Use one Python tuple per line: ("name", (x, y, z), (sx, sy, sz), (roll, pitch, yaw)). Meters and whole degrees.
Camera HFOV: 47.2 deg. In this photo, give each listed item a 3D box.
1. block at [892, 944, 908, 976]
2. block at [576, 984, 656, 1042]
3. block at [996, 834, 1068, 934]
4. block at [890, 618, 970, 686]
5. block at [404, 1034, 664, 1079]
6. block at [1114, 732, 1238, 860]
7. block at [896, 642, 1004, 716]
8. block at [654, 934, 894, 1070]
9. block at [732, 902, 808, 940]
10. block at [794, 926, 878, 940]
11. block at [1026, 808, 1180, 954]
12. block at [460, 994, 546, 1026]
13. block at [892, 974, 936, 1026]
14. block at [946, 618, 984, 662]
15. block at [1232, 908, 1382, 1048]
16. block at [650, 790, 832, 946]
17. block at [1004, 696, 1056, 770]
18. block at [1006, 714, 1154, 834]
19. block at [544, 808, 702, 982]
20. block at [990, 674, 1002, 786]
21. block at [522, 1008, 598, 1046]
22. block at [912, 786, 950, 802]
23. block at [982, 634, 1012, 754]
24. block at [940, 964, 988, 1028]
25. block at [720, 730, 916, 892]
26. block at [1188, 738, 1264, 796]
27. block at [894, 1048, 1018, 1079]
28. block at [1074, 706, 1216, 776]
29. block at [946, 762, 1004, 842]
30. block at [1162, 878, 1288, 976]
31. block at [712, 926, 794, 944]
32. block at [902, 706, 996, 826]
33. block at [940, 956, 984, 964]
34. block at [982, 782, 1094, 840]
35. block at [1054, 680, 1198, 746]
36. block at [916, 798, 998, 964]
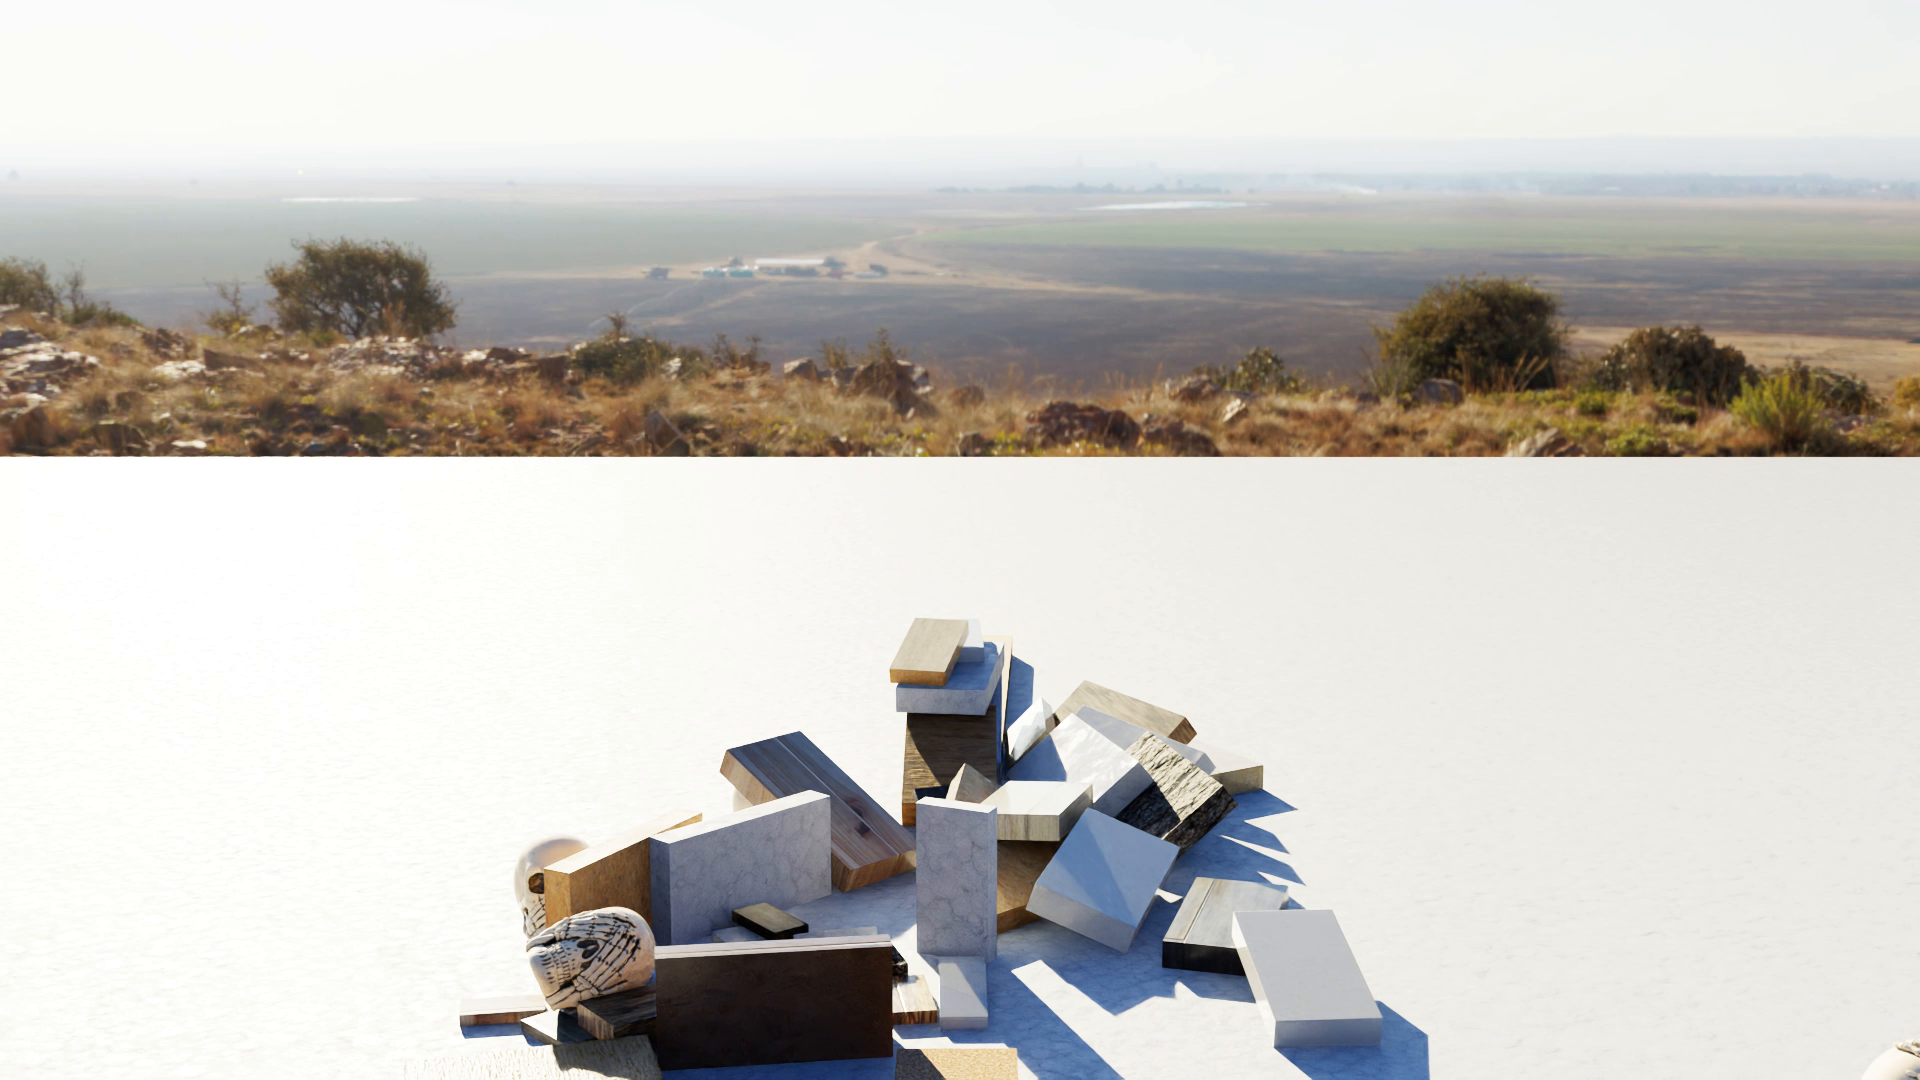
("block", (-0.210, 0.643, 3.292), (0.241, 0.034, 0.121), (-3, 11, -17))
("block", (-0.403, 0.658, 3.101), (0.241, 0.034, 0.121), (-7, 10, -33))
("block", (0.097, 0.557, 3.599), (0.305, 0.043, 0.153), (-10, 33, -43))
("block", (-0.060, 0.221, 4.378), (0.111, 0.031, 0.222), (2, 25, 12))
("block", (-0.556, 0.715, 2.869), (0.320, 0.045, 0.160), (-3, 11, -16))
("block", (0.350, 0.463, 3.938), (0.173, 0.049, 0.346), (-41, 19, -6))
("block", (-0.016, 0.274, 4.429), (0.175, 0.049, 0.349), (1, 13, 7))
("block", (-0.254, 0.632, 3.006), (0.320, 0.160, 0.045), (-2, 11, -8))
("block", (-0.299, 0.602, 3.460), (0.063, 0.018, 0.125), (-8, 13, -37))
("block", (-0.191, 0.610, 3.385), (0.063, 0.018, 0.125), (-15, -14, 35))
("block", (0.237, 0.547, 3.565), (0.170, 0.048, 0.340), (22, 19, 11))
("block", (-0.657, 0.676, 3.162), (0.120, 0.017, 0.060), (-2, 11, -10))
("block", (-0.077, 0.668, 3.197), (0.068, 0.019, 0.136), (-2, 11, -8))
("block", (-0.011, 0.207, 4.538), (0.111, 0.031, 0.222), (-1, 13, -2))
("block", (0.499, 0.632, 3.191), (0.151, 0.043, 0.302), (-1, 20, -4))
("block", (-0.349, 0.526, 3.546), (0.048, 0.170, 0.340), (10, 14, 43))
("block", (0.140, 0.396, 4.407), (0.031, 0.111, 0.222), (42, 9, -9))
("block", (0.218, 0.439, 4.079), (0.173, 0.049, 0.346), (-41, 19, -7))
("block", (-0.518, 0.548, 3.430), (0.048, 0.170, 0.340), (6, 12, 28))
("block", (-0.004, 0.374, 4.386), (0.175, 0.049, 0.349), (0, 26, 1))
("block", (-0.557, 0.690, 3.082), (0.060, 0.017, 0.120), (-9, 14, -42))
("block", (-0.033, 0.497, 3.955), (0.069, 0.020, 0.139), (-4, 36, -17))
("block", (0.020, 0.345, 4.858), (0.171, 0.048, 0.994), (0, 11, 3))
("block", (0.005, 0.658, 3.177), (0.068, 0.019, 0.136), (0, 22, -1))
("block", (-0.242, 0.466, 3.816), (0.173, 0.049, 0.346), (-11, 40, -45))
("block", (0.424, 0.439, 4.348), (0.171, 0.048, 0.341), (-6, 12, -31))
("block", (-0.005, 0.769, 2.583), (0.160, 0.045, 0.732), (0, 11, 0))
("block", (0.310, 0.426, 4.192), (0.151, 0.043, 0.394), (-47, 29, -16))
("block", (0.046, 0.493, 3.849), (0.153, 0.043, 0.305), (36, 12, -2))
("block", (0.421, 0.606, 3.463), (0.151, 0.043, 0.302), (3, 11, 16))
("block", (-0.319, 0.621, 3.451), (0.125, 0.018, 0.063), (-6, 12, -27))
("block", (-0.018, 0.424, 4.171), (0.175, 0.049, 0.349), (0, 26, 1))
("block", (0.003, 0.654, 3.273), (0.068, 0.019, 0.136), (0, 11, -1))
("block", (0.126, 0.463, 3.772), (0.153, 0.043, 0.305), (-1, 4, 14))
("block", (0.301, 0.389, 4.360), (0.171, 0.048, 0.341), (-45, 29, -17))
("block", (-0.005, 0.522, 3.374), (0.121, 0.241, 0.034), (5, 12, 24))
